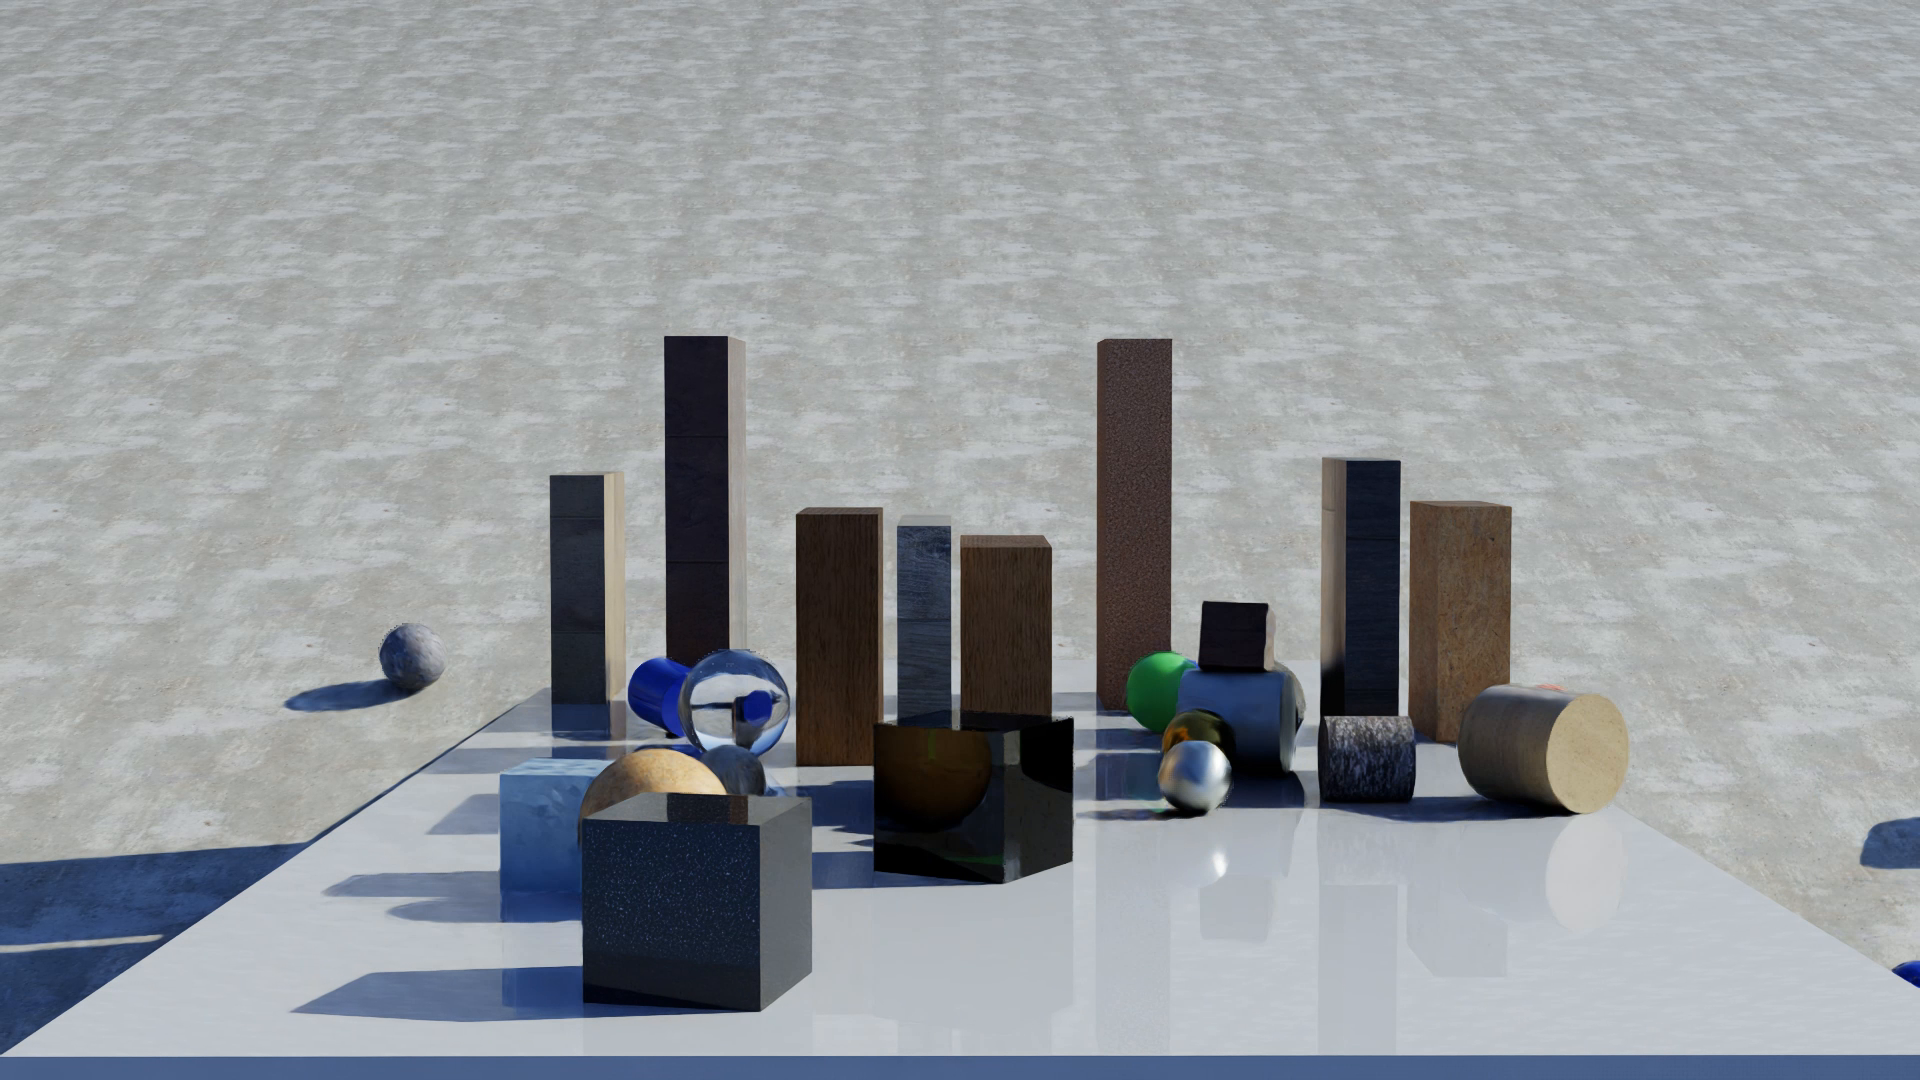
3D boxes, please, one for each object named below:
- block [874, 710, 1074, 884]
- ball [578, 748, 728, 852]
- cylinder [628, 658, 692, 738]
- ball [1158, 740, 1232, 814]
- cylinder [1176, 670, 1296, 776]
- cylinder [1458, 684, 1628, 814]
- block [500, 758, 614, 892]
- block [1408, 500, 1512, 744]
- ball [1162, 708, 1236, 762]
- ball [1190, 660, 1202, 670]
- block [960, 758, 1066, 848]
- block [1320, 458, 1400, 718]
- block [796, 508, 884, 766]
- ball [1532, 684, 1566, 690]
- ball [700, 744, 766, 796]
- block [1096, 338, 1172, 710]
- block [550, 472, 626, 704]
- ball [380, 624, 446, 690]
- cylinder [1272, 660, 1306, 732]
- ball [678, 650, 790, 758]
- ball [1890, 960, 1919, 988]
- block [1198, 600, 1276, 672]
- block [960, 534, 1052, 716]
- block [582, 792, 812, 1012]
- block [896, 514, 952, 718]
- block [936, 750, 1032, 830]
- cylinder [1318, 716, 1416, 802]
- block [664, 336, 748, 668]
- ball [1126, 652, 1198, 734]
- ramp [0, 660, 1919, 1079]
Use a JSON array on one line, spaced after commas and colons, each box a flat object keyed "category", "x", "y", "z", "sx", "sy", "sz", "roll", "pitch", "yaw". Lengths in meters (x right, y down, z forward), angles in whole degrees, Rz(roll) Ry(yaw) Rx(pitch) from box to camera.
[{"category": "block", "x": 0.020, "y": 0.353, "z": 3.578, "sx": 0.204, "sy": 0.204, "sz": 0.204, "roll": 2, "pitch": 3, "yaw": 30}, {"category": "ball", "x": -0.391, "y": 0.369, "z": 3.306, "sx": 0.201, "sy": 0.201, "sz": 0.201, "roll": 0, "pitch": 22, "yaw": 0}, {"category": "cylinder", "x": -0.562, "y": 0.307, "z": 5.036, "sx": 0.129, "sy": 0.129, "sz": 0.129, "roll": -16, "pitch": 21, "yaw": -35}, {"category": "ball", "x": 0.370, "y": 0.372, "z": 4.046, "sx": 0.116, "sy": 0.116, "sz": 0.116, "roll": 0, "pitch": 22, "yaw": 0}, {"category": "cylinder", "x": 0.484, "y": 0.318, "z": 4.498, "sx": 0.179, "sy": 0.179, "sz": 0.179, "roll": 1, "pitch": 21, "yaw": 17}, {"category": "cylinder", "x": 0.933, "y": 0.332, "z": 4.115, "sx": 0.189, "sy": 0.189, "sz": 0.189, "roll": -15, "pitch": 11, "yaw": -33}, {"category": "block", "x": -0.524, "y": 0.383, "z": 3.470, "sx": 0.154, "sy": 0.154, "sz": 0.154, "roll": 0, "pitch": 3, "yaw": 6}, {"category": "block", "x": 0.977, "y": 0.154, "z": 5.043, "sx": 0.138, "sy": 0.451, "sz": 0.310, "roll": 0, "pitch": 3, "yaw": 0}, {"category": "ball", "x": 0.405, "y": 0.348, "z": 4.366, "sx": 0.124, "sy": 0.124, "sz": 0.124, "roll": 0, "pitch": 22, "yaw": 0}, {"category": "ball", "x": 0.471, "y": 0.306, "z": 5.390, "sx": 0.113, "sy": 0.113, "sz": 0.113, "roll": 0, "pitch": 22, "yaw": 0}, {"category": "block", "x": 0.078, "y": 0.388, "z": 3.797, "sx": 0.110, "sy": 0.110, "sz": 0.110, "roll": -3, "pitch": 4, "yaw": -44}, {"category": "block", "x": 0.679, "y": 0.138, "z": 4.376, "sx": 0.089, "sy": 0.551, "sz": 0.283, "roll": 0, "pitch": 3, "yaw": 0}, {"category": "block", "x": -0.219, "y": 0.170, "z": 4.746, "sx": 0.146, "sy": 0.450, "sz": 0.331, "roll": 0, "pitch": 3, "yaw": 0}, {"category": "ball", "x": 1.113, "y": 0.331, "z": 4.868, "sx": 0.119, "sy": 0.119, "sz": 0.119, "roll": 0, "pitch": 22, "yaw": 0}, {"category": "ball", "x": -0.360, "y": 0.376, "z": 4.003, "sx": 0.115, "sy": 0.115, "sz": 0.115, "roll": 0, "pitch": 22, "yaw": 0}, {"category": "block", "x": 0.377, "y": -0.041, "z": 5.598, "sx": 0.139, "sy": 0.784, "sz": 0.350, "roll": 0, "pitch": 3, "yaw": 0}, {"category": "block", "x": -0.825, "y": 0.099, "z": 5.716, "sx": 0.117, "sy": 0.495, "sz": 0.340, "roll": 0, "pitch": 3, "yaw": 0}, {"category": "ball", "x": -1.397, "y": 0.299, "z": 6.571, "sx": 0.168, "sy": 0.168, "sz": 0.168, "roll": 0, "pitch": 22, "yaw": 0}, {"category": "cylinder", "x": 0.533, "y": 0.309, "z": 4.684, "sx": 0.178, "sy": 0.178, "sz": 0.178, "roll": 5, "pitch": 4, "yaw": 12}, {"category": "ball", "x": -0.407, "y": 0.300, "z": 4.637, "sx": 0.203, "sy": 0.203, "sz": 0.203, "roll": 0, "pitch": 22, "yaw": 0}, {"category": "ball", "x": 1.890, "y": 0.907, "z": 5.062, "sx": 0.157, "sy": 0.157, "sz": 0.157, "roll": 0, "pitch": 22, "yaw": 0}, {"category": "block", "x": 0.491, "y": 0.178, "z": 4.549, "sx": 0.115, "sy": 0.115, "sz": 0.115, "roll": 2, "pitch": -13, "yaw": 15}, {"category": "block", "x": 0.072, "y": 0.212, "z": 4.186, "sx": 0.141, "sy": 0.422, "sz": 0.392, "roll": 0, "pitch": 3, "yaw": 0}, {"category": "block", "x": -0.286, "y": 0.393, "z": 2.830, "sx": 0.199, "sy": 0.199, "sz": 0.199, "roll": 1, "pitch": 3, "yaw": 13}, {"category": "block", "x": -0.055, "y": 0.197, "z": 4.144, "sx": 0.083, "sy": 0.458, "sz": 0.409, "roll": 0, "pitch": 3, "yaw": 0}, {"category": "block", "x": 0.037, "y": 0.384, "z": 3.924, "sx": 0.107, "sy": 0.107, "sz": 0.107, "roll": 2, "pitch": 3, "yaw": 31}, {"category": "cylinder", "x": 0.659, "y": 0.355, "z": 4.176, "sx": 0.138, "sy": 0.138, "sz": 0.138, "roll": 0, "pitch": 22, "yaw": 0}, {"category": "block", "x": -0.523, "y": -0.025, "z": 5.328, "sx": 0.126, "sy": 0.781, "sz": 0.431, "roll": 0, "pitch": 3, "yaw": 0}, {"category": "ball", "x": 0.404, "y": 0.300, "z": 5.048, "sx": 0.159, "sy": 0.159, "sz": 0.159, "roll": 0, "pitch": 22, "yaw": 0}, {"category": "ramp", "x": 0.050, "y": 0.456, "z": 4.533, "sx": 2.000, "sy": 0.100, "sz": 4.000, "roll": 0, "pitch": 3, "yaw": 0}]
